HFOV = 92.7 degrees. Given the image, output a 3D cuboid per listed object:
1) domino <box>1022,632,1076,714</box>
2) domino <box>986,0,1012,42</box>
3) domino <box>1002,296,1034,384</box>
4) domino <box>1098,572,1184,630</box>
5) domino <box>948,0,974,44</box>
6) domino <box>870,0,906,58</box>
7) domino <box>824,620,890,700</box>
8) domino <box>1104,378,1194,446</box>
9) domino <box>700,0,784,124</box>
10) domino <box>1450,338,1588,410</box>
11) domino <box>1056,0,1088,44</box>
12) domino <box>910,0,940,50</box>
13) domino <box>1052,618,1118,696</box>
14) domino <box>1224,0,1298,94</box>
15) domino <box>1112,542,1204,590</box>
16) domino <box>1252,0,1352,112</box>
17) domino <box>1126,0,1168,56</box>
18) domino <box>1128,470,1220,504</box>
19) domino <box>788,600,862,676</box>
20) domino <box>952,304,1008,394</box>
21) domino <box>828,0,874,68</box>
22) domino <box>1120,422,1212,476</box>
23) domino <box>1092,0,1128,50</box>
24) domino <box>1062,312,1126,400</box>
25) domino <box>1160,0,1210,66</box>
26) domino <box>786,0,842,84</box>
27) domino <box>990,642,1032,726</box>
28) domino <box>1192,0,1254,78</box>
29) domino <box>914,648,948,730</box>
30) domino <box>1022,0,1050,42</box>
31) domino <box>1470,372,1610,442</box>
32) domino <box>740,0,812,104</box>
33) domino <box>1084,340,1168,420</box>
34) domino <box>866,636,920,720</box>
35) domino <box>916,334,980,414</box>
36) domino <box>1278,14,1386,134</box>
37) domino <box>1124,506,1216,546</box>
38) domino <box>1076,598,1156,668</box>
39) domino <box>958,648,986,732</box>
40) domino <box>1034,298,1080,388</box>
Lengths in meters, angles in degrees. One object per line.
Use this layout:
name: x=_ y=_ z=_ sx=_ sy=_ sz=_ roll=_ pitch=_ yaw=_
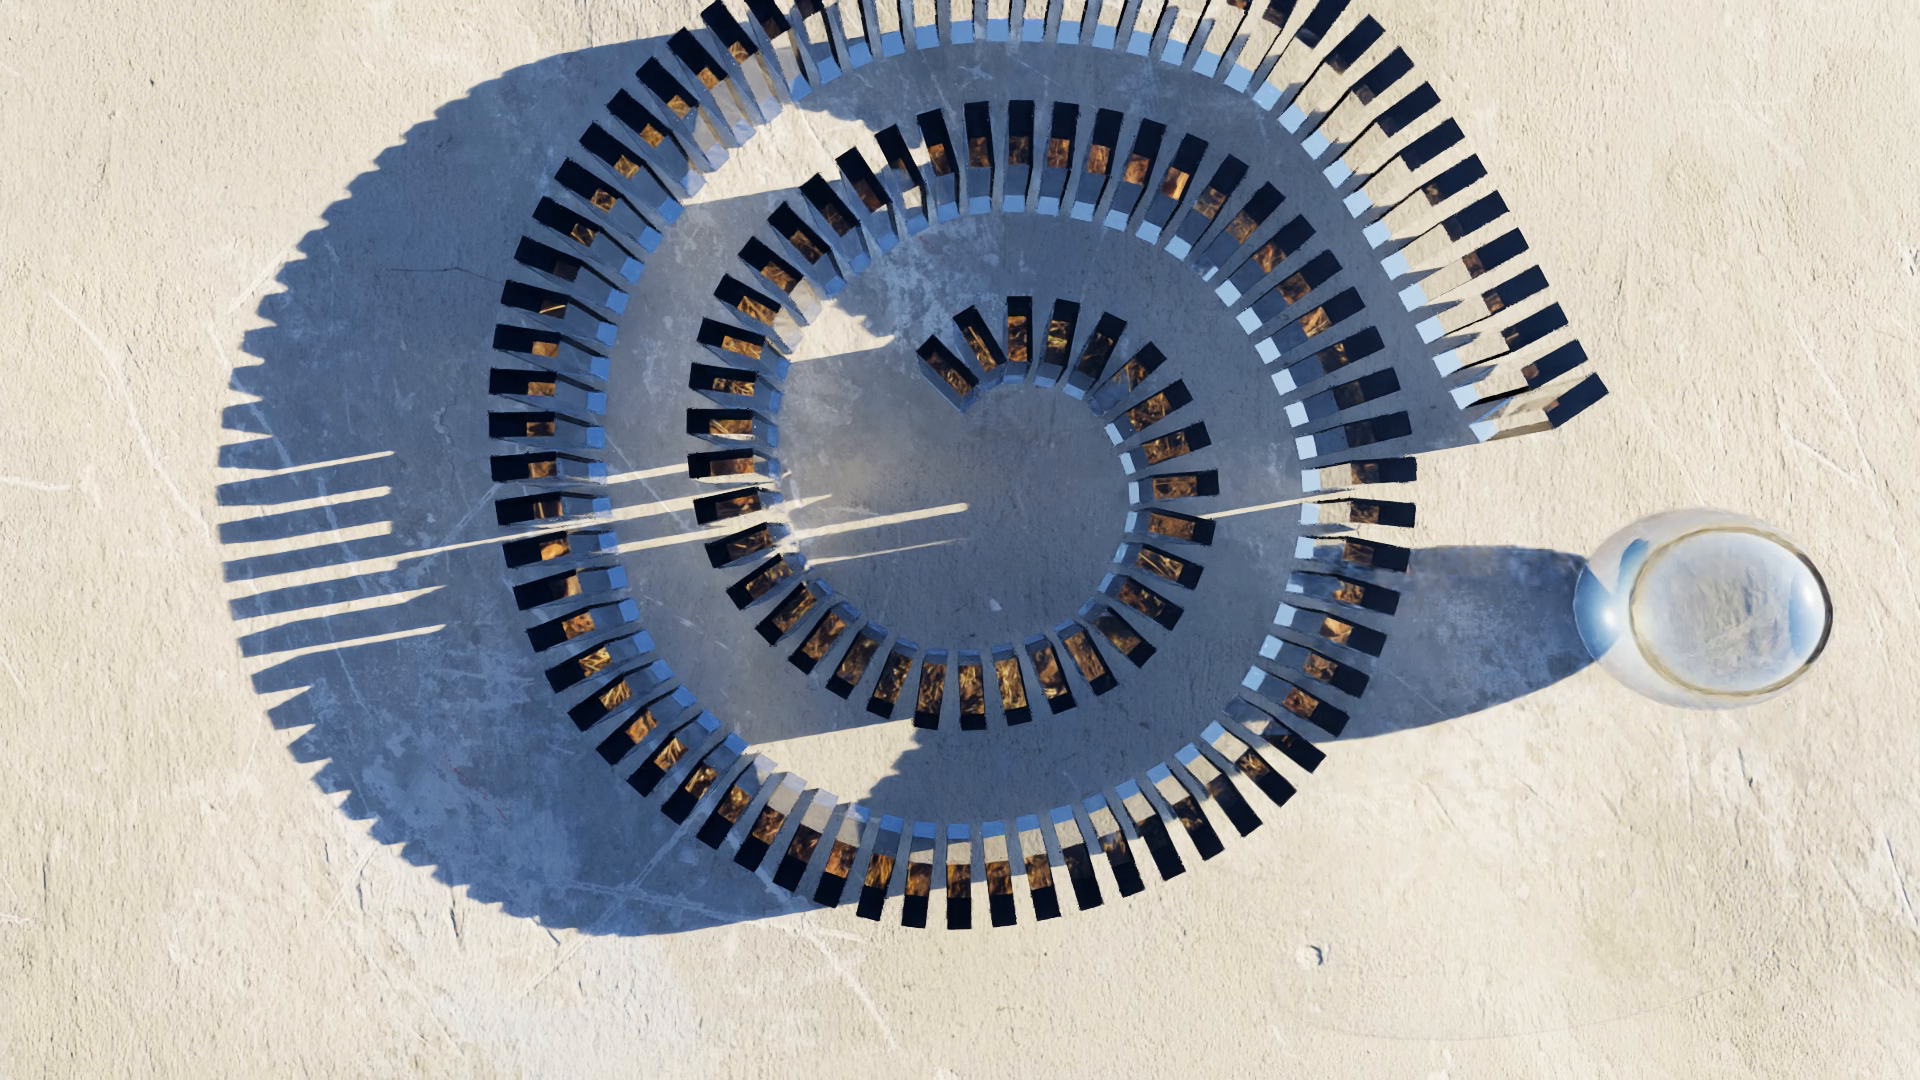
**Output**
domino: x=0.036 y=0.054 z=0.375 sx=0.010 sy=0.050 sz=0.025 roll=-20 pitch=90 yaw=0
domino: x=0.016 y=-0.230 z=0.375 sx=0.009 sy=0.050 sz=0.025 roll=-2 pitch=90 yaw=0
domino: x=0.023 y=-0.081 z=0.375 sx=0.010 sy=0.050 sz=0.025 roll=-1 pitch=90 yaw=0
domino: x=0.073 y=0.024 z=0.375 sx=0.025 sy=0.050 sz=0.010 roll=32 pitch=90 yaw=0
domino: x=0.000 y=-0.229 z=0.375 sx=0.010 sy=0.050 sz=0.025 roll=-5 pitch=90 yaw=0
domino: x=-0.032 y=-0.224 z=0.375 sx=0.010 sy=0.050 sz=0.025 roll=-15 pitch=90 yaw=0
domino: x=-0.041 y=0.048 z=0.375 sx=0.009 sy=0.050 sz=0.025 roll=31 pitch=90 yaw=0
domino: x=0.076 y=-0.051 z=0.375 sx=0.025 sy=0.050 sz=0.009 roll=-30 pitch=90 yaw=0
domino: x=-0.088 y=-0.194 z=0.375 sx=0.009 sy=0.050 sz=0.025 roll=-38 pitch=90 yaw=0
domino: x=0.227 y=-0.067 z=0.375 sx=0.025 sy=0.050 sz=0.010 roll=-29 pitch=90 yaw=0
domino: x=0.048 y=-0.229 z=0.375 sx=0.009 sy=0.050 sz=0.025 roll=5 pitch=90 yaw=0
domino: x=-0.016 y=-0.227 z=0.375 sx=0.009 sy=0.050 sz=0.025 roll=-10 pitch=90 yaw=0
domino: x=0.050 y=0.047 z=0.375 sx=0.010 sy=0.050 sz=0.025 roll=-30 pitch=90 yaw=0
domino: x=0.125 y=-0.208 z=0.375 sx=0.010 sy=0.050 sz=0.025 roll=28 pitch=90 yaw=0
domino: x=0.080 y=0.010 z=0.375 sx=0.025 sy=0.050 sz=0.010 roll=22 pitch=90 yaw=0
domino: x=0.139 y=-0.200 z=0.375 sx=0.009 sy=0.050 sz=0.025 roll=37 pitch=90 yaw=0
domino: x=0.080 y=-0.224 z=0.375 sx=0.010 sy=0.050 sz=0.025 roll=13 pitch=90 yaw=0
domino: x=0.086 y=-0.021 z=0.375 sx=0.025 sy=0.050 sz=0.009 roll=-4 pitch=90 yaw=0
domino: x=-0.054 y=0.039 z=0.375 sx=0.010 sy=0.050 sz=0.025 roll=38 pitch=90 yaw=0
domino: x=0.008 y=-0.077 z=0.375 sx=0.010 sy=0.050 sz=0.025 roll=-31 pitch=90 yaw=0
domino: x=-0.047 y=-0.219 z=0.375 sx=0.009 sy=0.050 sz=0.025 roll=-22 pitch=90 yaw=0
domino: x=0.083 y=-0.037 z=0.375 sx=0.025 sy=0.050 sz=0.010 roll=-19 pitch=90 yaw=0
domino: x=0.064 y=-0.227 z=0.375 sx=0.009 sy=0.050 sz=0.025 roll=9 pitch=90 yaw=0
domino: x=0.054 y=-0.074 z=0.375 sx=0.009 sy=0.050 sz=0.025 roll=26 pitch=90 yaw=0
domino: x=0.095 y=-0.220 z=0.375 sx=0.010 sy=0.050 sz=0.025 roll=17 pitch=90 yaw=0
domino: x=-0.061 y=-0.212 z=0.375 sx=0.009 sy=0.050 sz=0.025 roll=-28 pitch=90 yaw=0
domino: x=0.020 y=0.058 z=0.375 sx=0.009 sy=0.050 sz=0.025 roll=-12 pitch=90 yaw=0
domino: x=0.111 y=-0.215 z=0.375 sx=0.009 sy=0.050 sz=0.025 roll=22 pitch=90 yaw=0
domino: x=-0.011 y=0.060 z=0.375 sx=0.009 sy=0.050 sz=0.025 roll=8 pitch=90 yaw=0
domino: x=0.032 y=-0.230 z=0.375 sx=0.009 sy=0.050 sz=0.025 roll=2 pitch=90 yaw=0
domino: x=0.235 y=-0.053 z=0.375 sx=0.025 sy=0.050 sz=0.009 roll=-34 pitch=90 yaw=0
domino: x=-0.075 y=-0.204 z=0.375 sx=0.009 sy=0.050 sz=0.025 roll=-34 pitch=90 yaw=0
domino: x=0.067 y=-0.064 z=0.375 sx=0.025 sy=0.050 sz=0.009 roll=-42 pitch=90 yaw=0
domino: x=-0.027 y=0.055 z=0.375 sx=0.009 sy=0.050 sz=0.025 roll=22 pitch=90 yaw=0
domino: x=-0.005 y=-0.067 z=0.375 sx=0.025 sy=0.050 sz=0.009 roll=44 pitch=90 yaw=0
domino: x=0.151 y=-0.189 z=0.375 sx=0.025 sy=0.050 sz=0.009 roll=-45 pitch=90 yaw=0
domino: x=0.085 y=-0.005 z=0.375 sx=0.025 sy=0.050 sz=0.009 roll=13 pitch=90 yaw=0
domino: x=0.063 y=0.037 z=0.375 sx=0.025 sy=0.050 sz=0.010 roll=44 pitch=90 yaw=0
domino: x=0.005 y=0.060 z=0.375 sx=0.009 sy=0.050 sz=0.025 roll=-4 pitch=90 yaw=0
domino: x=0.039 y=-0.079 z=0.375 sx=0.010 sy=0.050 sz=0.025 roll=12 pitch=90 yaw=0
